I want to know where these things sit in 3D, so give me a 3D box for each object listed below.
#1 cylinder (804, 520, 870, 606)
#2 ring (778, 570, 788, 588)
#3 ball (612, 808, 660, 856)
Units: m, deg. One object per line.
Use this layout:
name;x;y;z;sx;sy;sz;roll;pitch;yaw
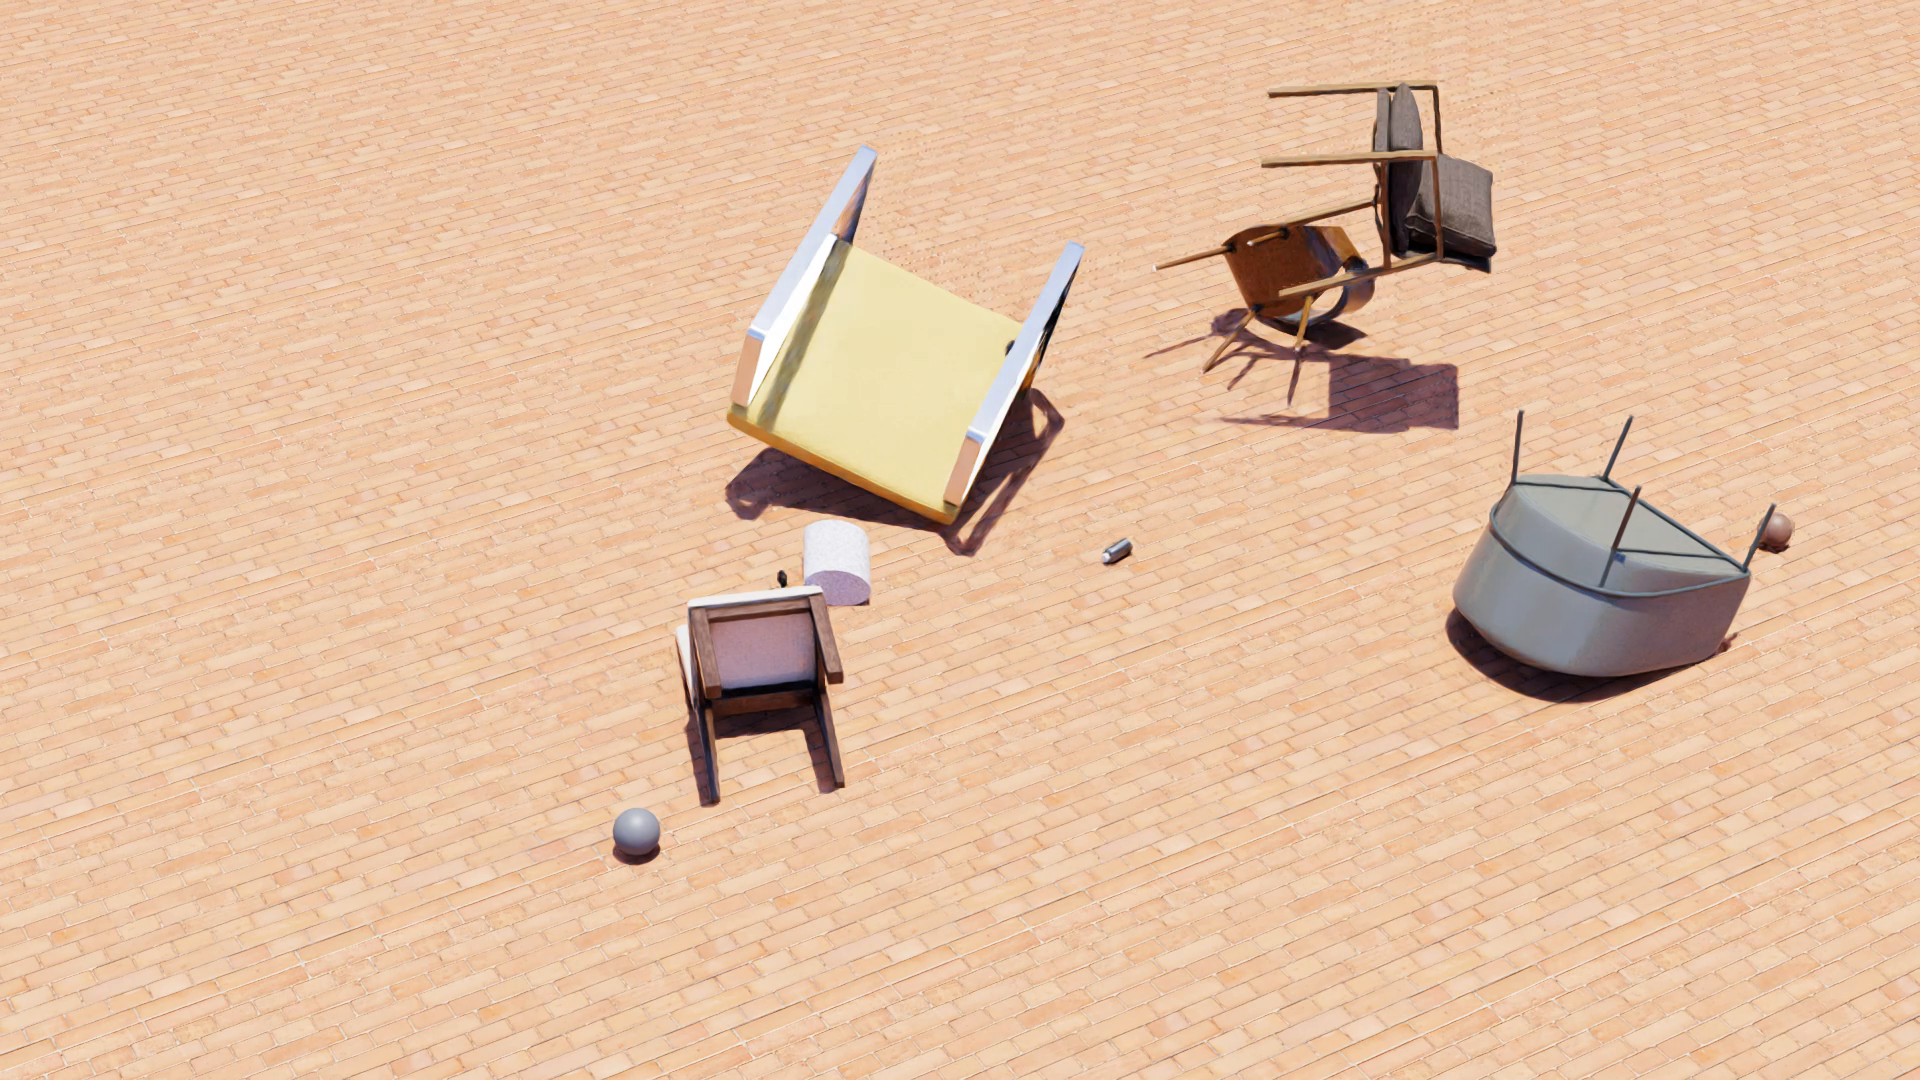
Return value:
cylinder;-0.449;0.082;10.675;0.246;0.154;0.331;9;32;-9
ring;-0.606;0.133;9.996;0.021;0.061;0.068;-4;54;-20
ball;-1.035;0.933;9.388;0.154;0.154;0.154;0;33;0
